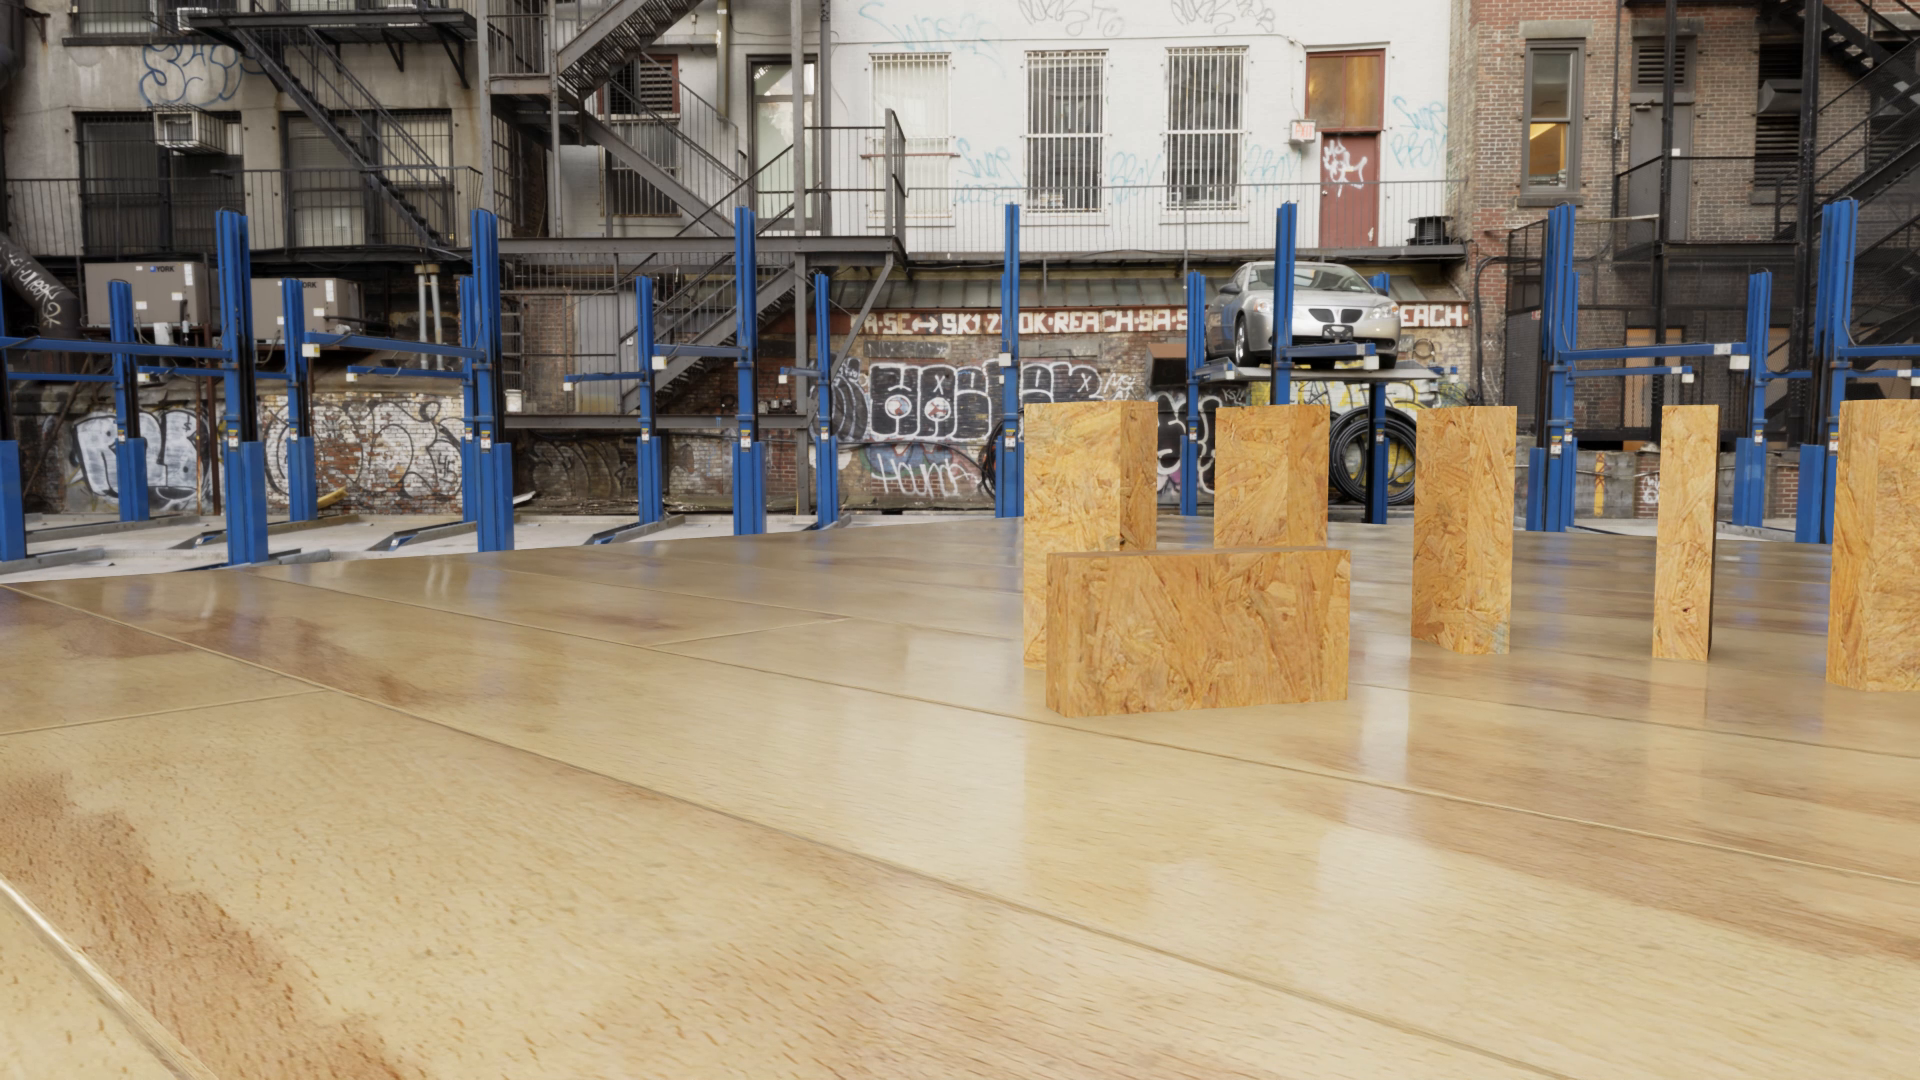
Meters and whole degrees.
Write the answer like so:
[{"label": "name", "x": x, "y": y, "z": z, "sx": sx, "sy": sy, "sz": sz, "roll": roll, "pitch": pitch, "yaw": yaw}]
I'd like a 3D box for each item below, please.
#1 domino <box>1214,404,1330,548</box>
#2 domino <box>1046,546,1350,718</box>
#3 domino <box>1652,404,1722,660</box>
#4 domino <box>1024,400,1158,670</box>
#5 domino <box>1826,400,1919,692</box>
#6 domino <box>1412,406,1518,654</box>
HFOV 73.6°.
[{"label": "domino", "x": 0.062, "y": -0.002, "z": 0.259, "sx": 0.010, "sy": 0.050, "sz": 0.025, "roll": -2, "pitch": 5, "yaw": -22}, {"label": "domino", "x": 0.039, "y": 0.014, "z": 0.210, "sx": 0.050, "sy": 0.025, "sz": 0.009, "roll": -1, "pitch": 4, "yaw": -17}, {"label": "domino", "x": 0.149, "y": -0.002, "z": 0.263, "sx": 0.010, "sy": 0.050, "sz": 0.025, "roll": 3, "pitch": 5, "yaw": 32}, {"label": "domino", "x": 0.024, "y": 0.000, "z": 0.237, "sx": 0.009, "sy": 0.050, "sz": 0.025, "roll": -3, "pitch": 6, "yaw": -39}, {"label": "domino", "x": 0.168, "y": 0.001, "z": 0.224, "sx": 0.025, "sy": 0.050, "sz": 0.009, "roll": 0, "pitch": 4, "yaw": -3}, {"label": "domino", "x": 0.106, "y": -0.003, "z": 0.270, "sx": 0.009, "sy": 0.050, "sz": 0.025, "roll": 0, "pitch": 4, "yaw": -4}]
